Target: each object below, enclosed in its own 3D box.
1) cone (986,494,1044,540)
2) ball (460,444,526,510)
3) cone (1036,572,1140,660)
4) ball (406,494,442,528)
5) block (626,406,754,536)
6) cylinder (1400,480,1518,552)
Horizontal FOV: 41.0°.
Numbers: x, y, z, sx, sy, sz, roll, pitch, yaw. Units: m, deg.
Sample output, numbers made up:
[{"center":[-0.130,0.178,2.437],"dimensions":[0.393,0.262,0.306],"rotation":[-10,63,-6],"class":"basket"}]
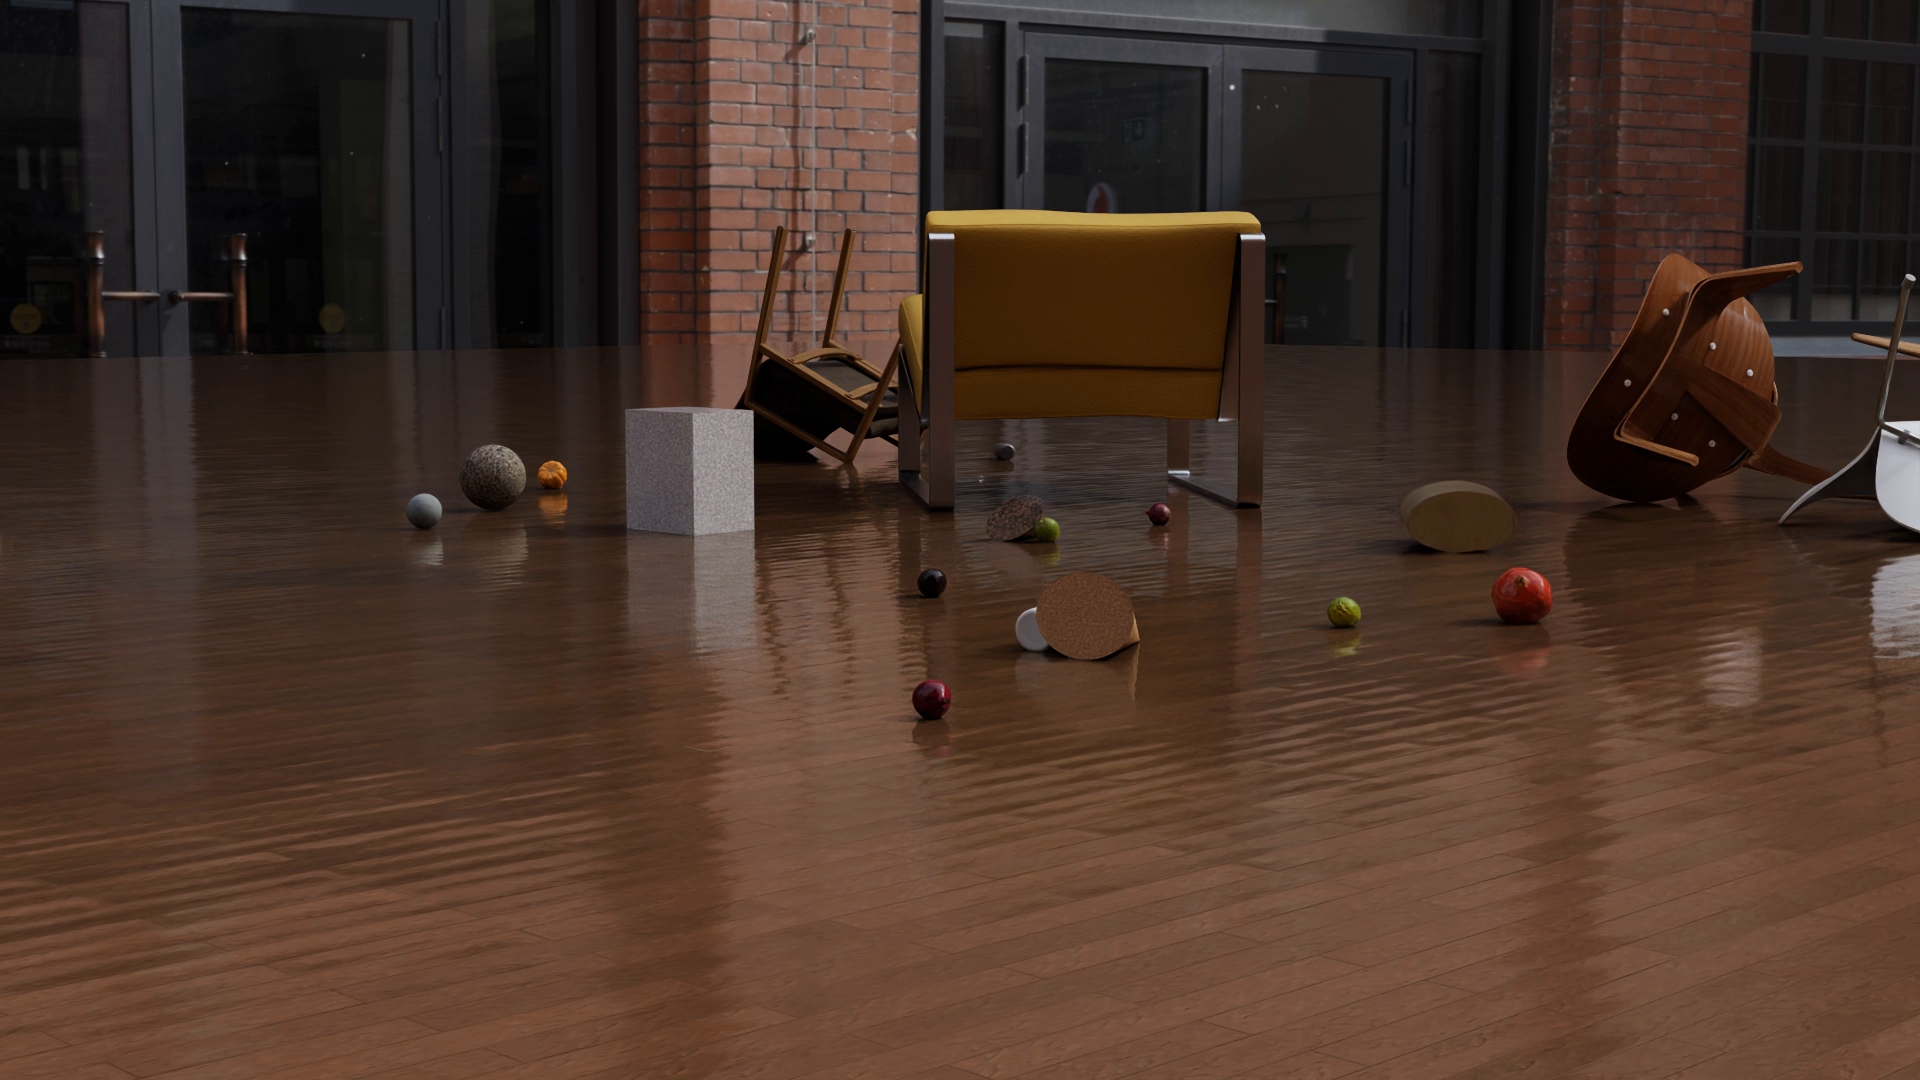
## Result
[{"center":[0.172,-0.033,6.452],"dimensions":[0.167,0.104,0.156],"rotation":[-29,-28,16],"class":"cone"},{"center":[-1.316,-0.177,7.229],"dimensions":[0.185,0.185,0.185],"rotation":[0,6,0],"class":"ball"},{"center":[0.270,0.157,4.534],"dimensions":[0.190,0.151,0.242],"rotation":[15,-5,30],"class":"cone"},{"center":[-1.398,-0.075,6.692],"dimensions":[0.092,0.092,0.092],"rotation":[0,6,0],"class":"ball"},{"center":[-0.703,-0.183,6.674],"dimensions":[0.275,0.311,0.202],"rotation":[6,8,44],"class":"block"},{"center":[1.212,-0.059,6.260],"dimensions":[0.259,0.148,0.311],"rotation":[-1,6,6],"class":"cylinder"}]
